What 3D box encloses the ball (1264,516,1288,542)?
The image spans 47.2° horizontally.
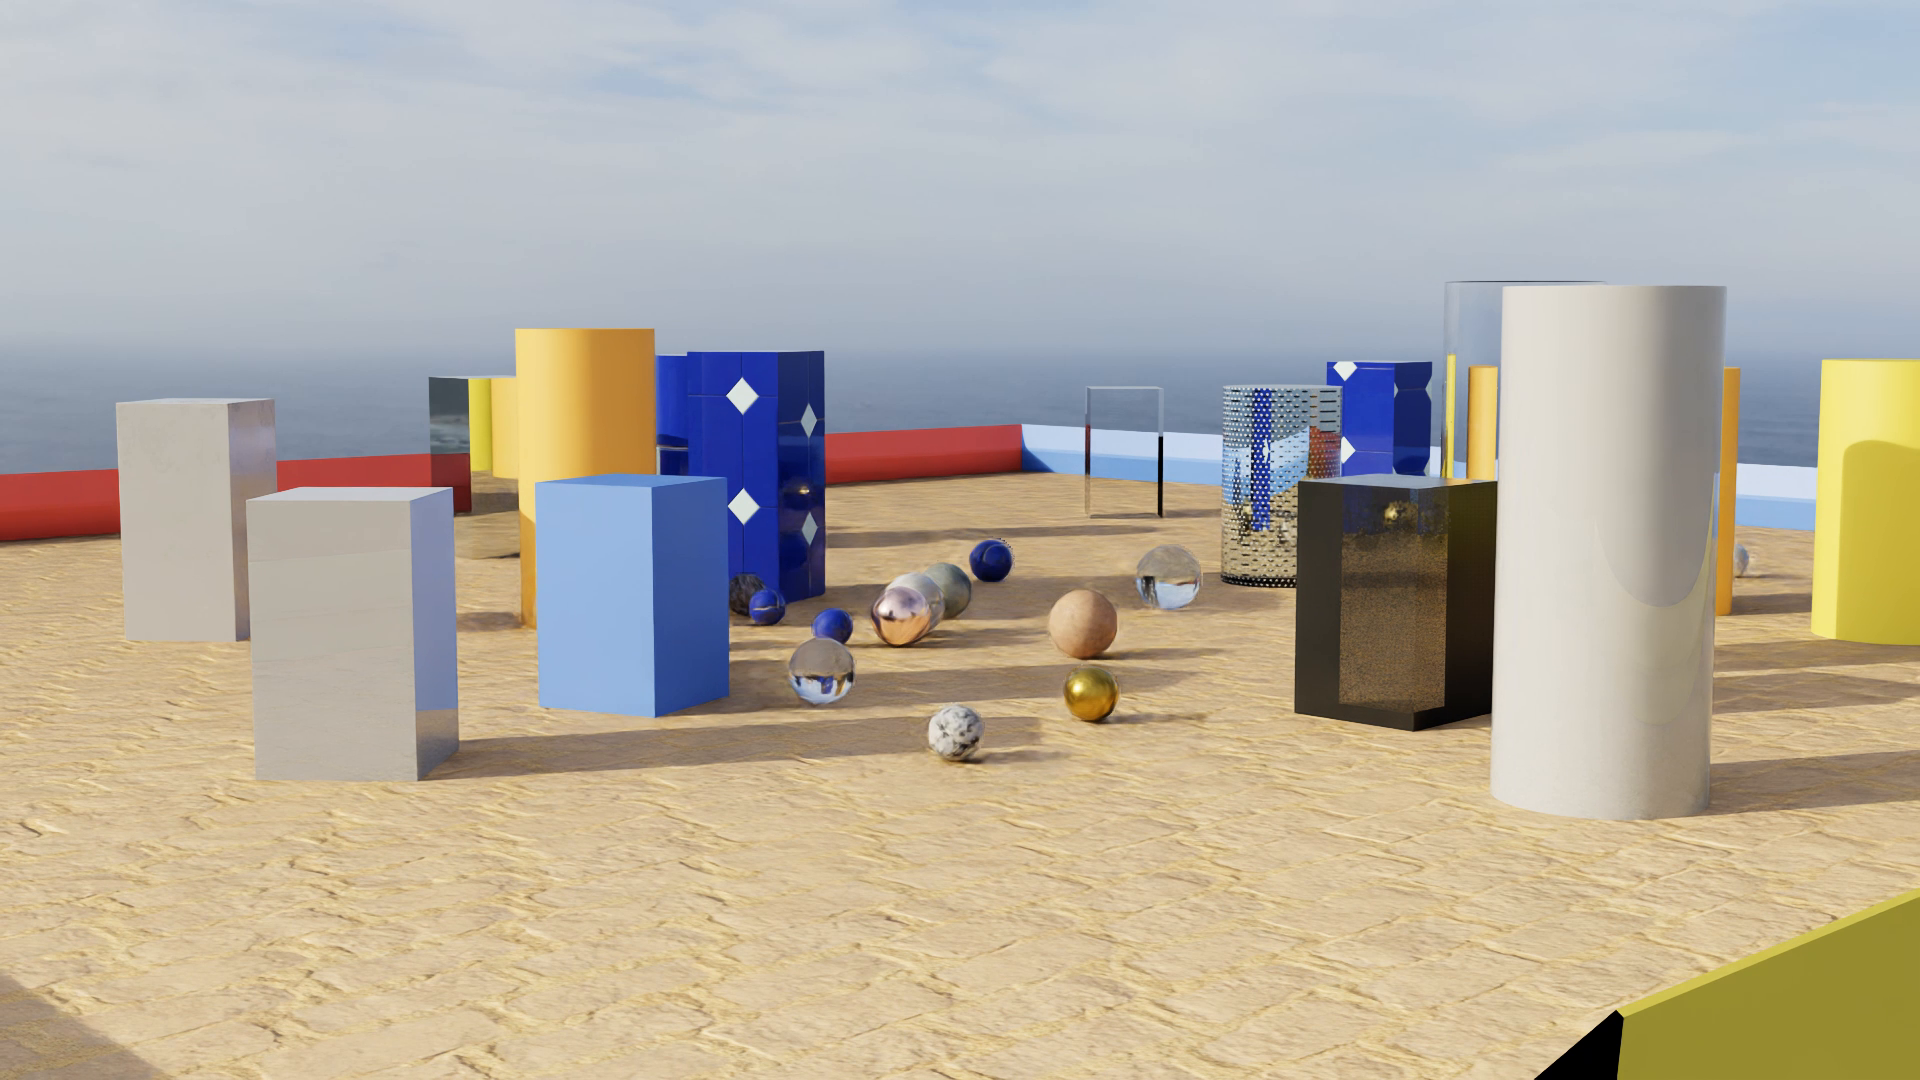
[{"bbox_3d":[0.607,-0.021,4.229,0.047,0.047,0.047,0,6,0],"label":"ball"}]

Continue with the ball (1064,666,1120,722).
[{"bbox_3d":[0.142,0.167,2.382,0.060,0.060,0.060,0,6,0],"label":"ball"}]

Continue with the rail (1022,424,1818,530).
[{"bbox_3d":[1.458,-0.108,4.670,0.045,0.126,3.847,-6,8,-42],"label":"rail"}]

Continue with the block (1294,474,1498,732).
[{"bbox_3d":[0.479,0.063,2.419,0.155,0.258,0.155,6,8,45],"label":"block"}]

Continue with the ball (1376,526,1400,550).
[{"bbox_3d":[0.796,-0.004,4.083,0.043,0.043,0.043,0,6,0],"label":"ball"}]

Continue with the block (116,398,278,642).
[{"bbox_3d":[-1.041,-0.031,3.018,0.155,0.320,0.155,1,6,5],"label":"block"}]

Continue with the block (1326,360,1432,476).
[{"bbox_3d":[0.853,-0.195,4.487,0.155,0.338,0.155,5,8,40],"label":"block"}]

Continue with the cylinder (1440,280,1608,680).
[{"bbox_3d":[0.690,-0.078,2.710,0.193,0.477,0.193,0,6,0],"label":"cylinder"}]

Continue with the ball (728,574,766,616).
[{"bbox_3d":[-0.312,0.079,3.206,0.062,0.062,0.062,0,6,0],"label":"ball"}]

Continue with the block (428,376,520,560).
[{"bbox_3d":[-0.858,-0.136,4.008,0.155,0.322,0.155,-5,8,-40],"label":"block"}]

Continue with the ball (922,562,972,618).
[{"bbox_3d":[-0.023,0.073,3.171,0.081,0.081,0.081,0,6,0],"label":"ball"}]

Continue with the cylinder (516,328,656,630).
[{"bbox_3d":[-0.527,-0.090,3.115,0.193,0.417,0.193,0,6,0],"label":"cylinder"}]

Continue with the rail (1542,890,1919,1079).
[{"bbox_3d":[1.288,0.179,1.944,4.015,0.126,0.045,-6,8,-42],"label":"rail"}]

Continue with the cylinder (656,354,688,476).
[{"bbox_3d":[-0.484,-0.175,4.204,0.193,0.358,0.193,0,6,0],"label":"cylinder"}]

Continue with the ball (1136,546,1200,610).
[{"bbox_3d":[0.308,0.056,3.257,0.097,0.097,0.097,0,6,0],"label":"ball"}]

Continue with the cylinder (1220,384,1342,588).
[{"bbox_3d":[0.526,-0.092,3.599,0.193,0.319,0.193,0,6,0],"label":"cylinder"}]

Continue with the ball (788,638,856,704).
[{"bbox_3d":[-0.156,0.148,2.483,0.076,0.076,0.076,0,6,0],"label":"ball"}]

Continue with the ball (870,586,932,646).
[{"bbox_3d":[-0.078,0.101,2.908,0.080,0.080,0.080,0,6,0],"label":"ball"}]

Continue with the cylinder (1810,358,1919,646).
[{"bbox_3d":[1.272,-0.057,3.000,0.193,0.375,0.193,0,6,0],"label":"cylinder"}]

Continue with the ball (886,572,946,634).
[{"bbox_3d":[-0.064,0.088,3.001,0.087,0.087,0.087,0,6,0],"label":"ball"}]

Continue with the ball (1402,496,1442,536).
[{"bbox_3d":[0.912,-0.048,4.333,0.078,0.078,0.078,0,6,0],"label":"ball"}]

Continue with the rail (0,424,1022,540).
[{"bbox_3d":[-1.288,-0.113,4.721,4.015,0.126,0.045,-6,8,-42],"label":"rail"}]

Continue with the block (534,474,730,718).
[{"bbox_3d":[-0.370,0.058,2.494,0.155,0.253,0.155,3,7,26],"label":"block"}]

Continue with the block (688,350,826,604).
[{"bbox_3d":[-0.312,-0.101,3.391,0.155,0.380,0.155,3,7,23],"label":"block"}]

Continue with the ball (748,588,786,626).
[{"bbox_3d":[-0.272,0.095,3.100,0.052,0.052,0.052,0,6,0],"label":"ball"}]

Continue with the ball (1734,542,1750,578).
[{"bbox_3d":[1.279,0.033,3.652,0.060,0.060,0.060,0,6,0],"label":"ball"}]

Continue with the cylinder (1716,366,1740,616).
[{"bbox_3d":[1.050,-0.076,3.262,0.193,0.359,0.193,0,6,0],"label":"cylinder"}]

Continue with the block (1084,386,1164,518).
[{"bbox_3d":[0.353,-0.191,4.746,0.155,0.276,0.155,0,6,-1],"label":"block"}]

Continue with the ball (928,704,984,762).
[{"bbox_3d":[-0.004,0.191,2.173,0.055,0.055,0.055,0,6,0],"label":"ball"}]

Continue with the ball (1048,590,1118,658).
[{"bbox_3d":[0.158,0.107,2.812,0.088,0.088,0.088,0,6,0],"label":"ball"}]

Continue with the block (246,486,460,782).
[{"bbox_3d":[-0.588,0.087,2.145,0.155,0.267,0.155,0,6,2],"label":"block"}]

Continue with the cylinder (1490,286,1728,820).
[{"bbox_3d":[0.585,0.004,1.993,0.193,0.464,0.193,0,6,0],"label":"cylinder"}]

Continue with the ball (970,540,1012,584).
[{"bbox_3d":[0.051,0.035,3.583,0.071,0.071,0.071,0,6,0],"label":"ball"}]

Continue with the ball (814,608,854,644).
[{"bbox_3d":[-0.167,0.116,2.901,0.053,0.053,0.053,0,6,0],"label":"ball"}]

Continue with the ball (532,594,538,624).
[{"bbox_3d":[-0.540,0.091,2.992,0.082,0.082,0.082,0,6,0],"label":"ball"}]

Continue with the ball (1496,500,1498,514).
[{"bbox_3d":[1.129,-0.067,4.431,0.096,0.096,0.096,0,6,0],"label":"ball"}]
